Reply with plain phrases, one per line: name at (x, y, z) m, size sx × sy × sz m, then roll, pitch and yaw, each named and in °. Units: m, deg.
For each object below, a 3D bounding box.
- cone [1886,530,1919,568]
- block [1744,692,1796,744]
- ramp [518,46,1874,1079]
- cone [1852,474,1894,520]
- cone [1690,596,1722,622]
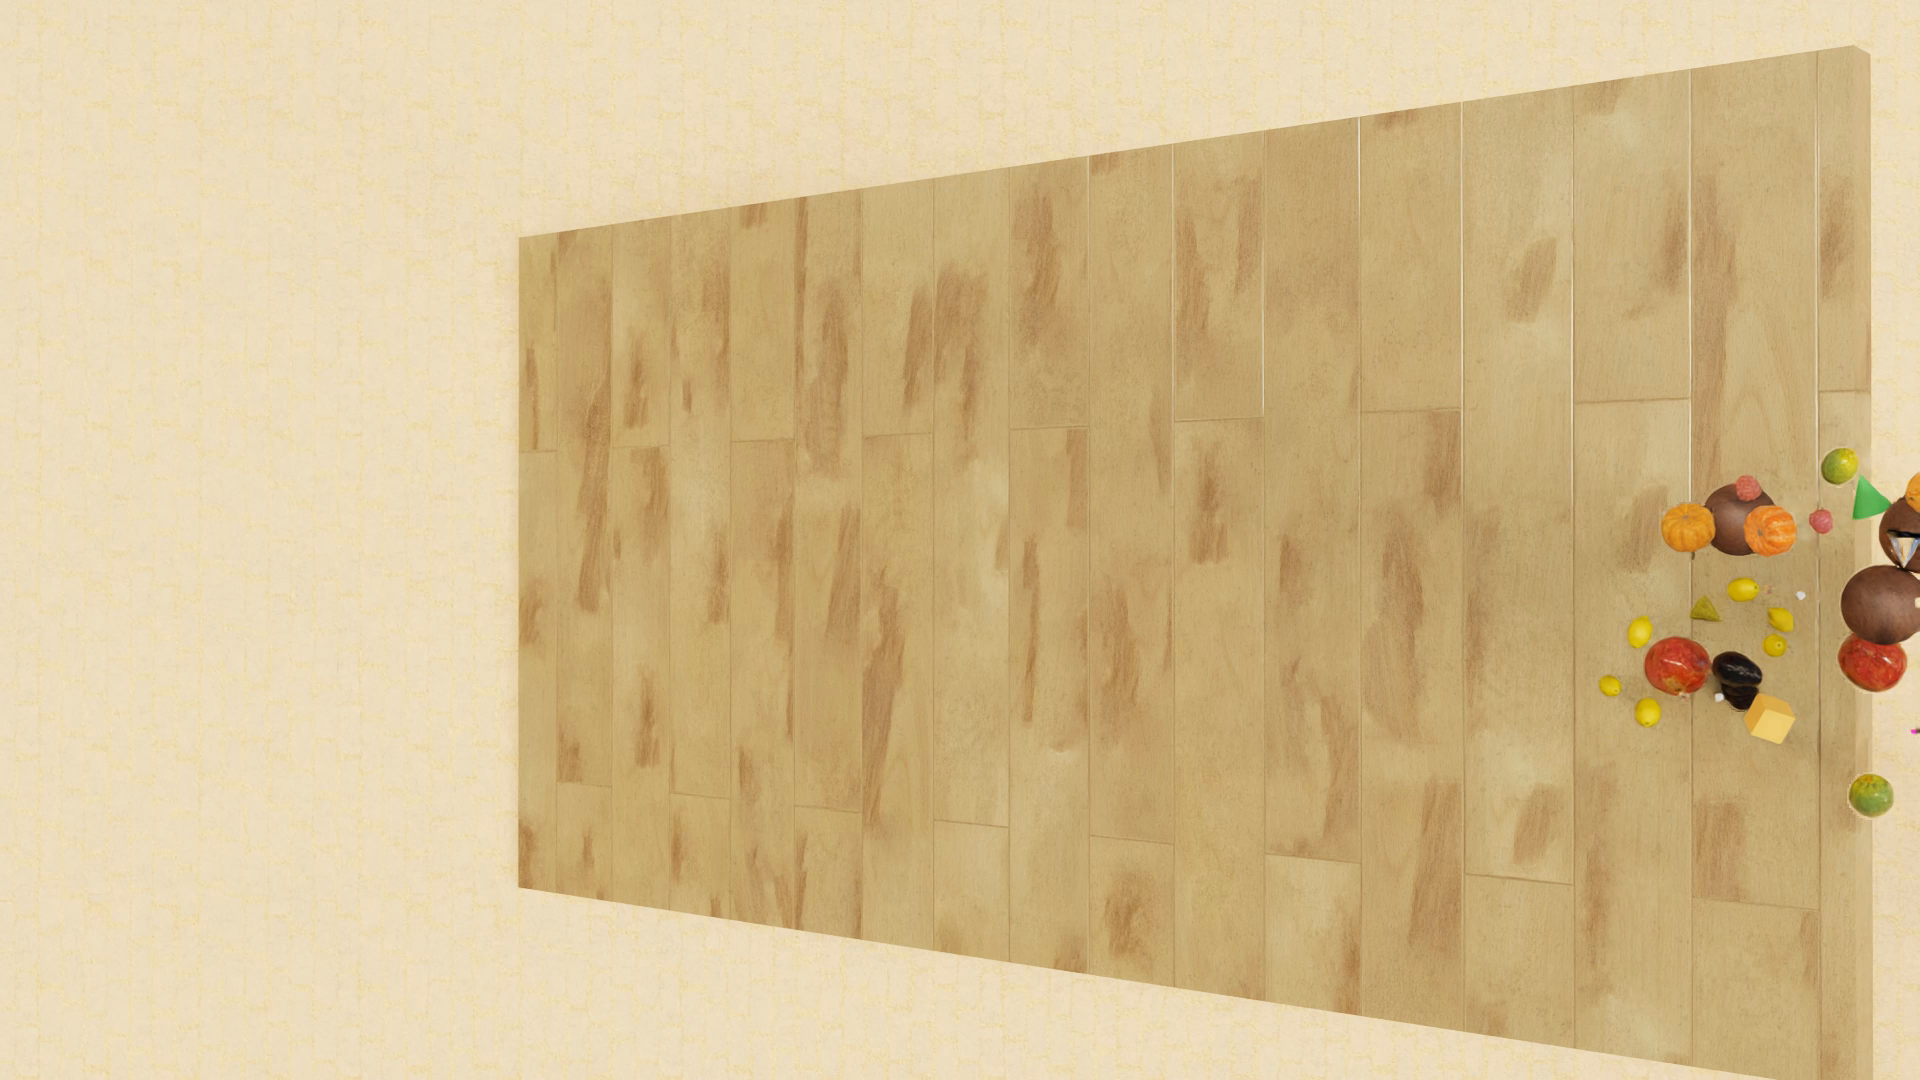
cone at (1.311, 0.015, 3.052) m, size 0.052 × 0.052 × 0.052 m, roll 3°, pitch 94°, yaw 0°
block at (1.468, 0.323, 3.986) m, size 0.058 × 0.058 × 0.058 m, roll 18°, pitch 116°, yaw -2°
ramp at (0.208, 0.061, 5.523) m, size 4.000 × 0.100 × 2.000 m, roll 0°, pitch 90°, yaw 40°
cone at (1.498, -0.077, 3.634) m, size 0.070 × 0.070 × 0.070 m, roll -19°, pitch 90°, yaw 0°
cone at (1.486, 0.148, 4.351) m, size 0.057 × 0.057 × 0.057 m, roll 38°, pitch 90°, yaw 34°
